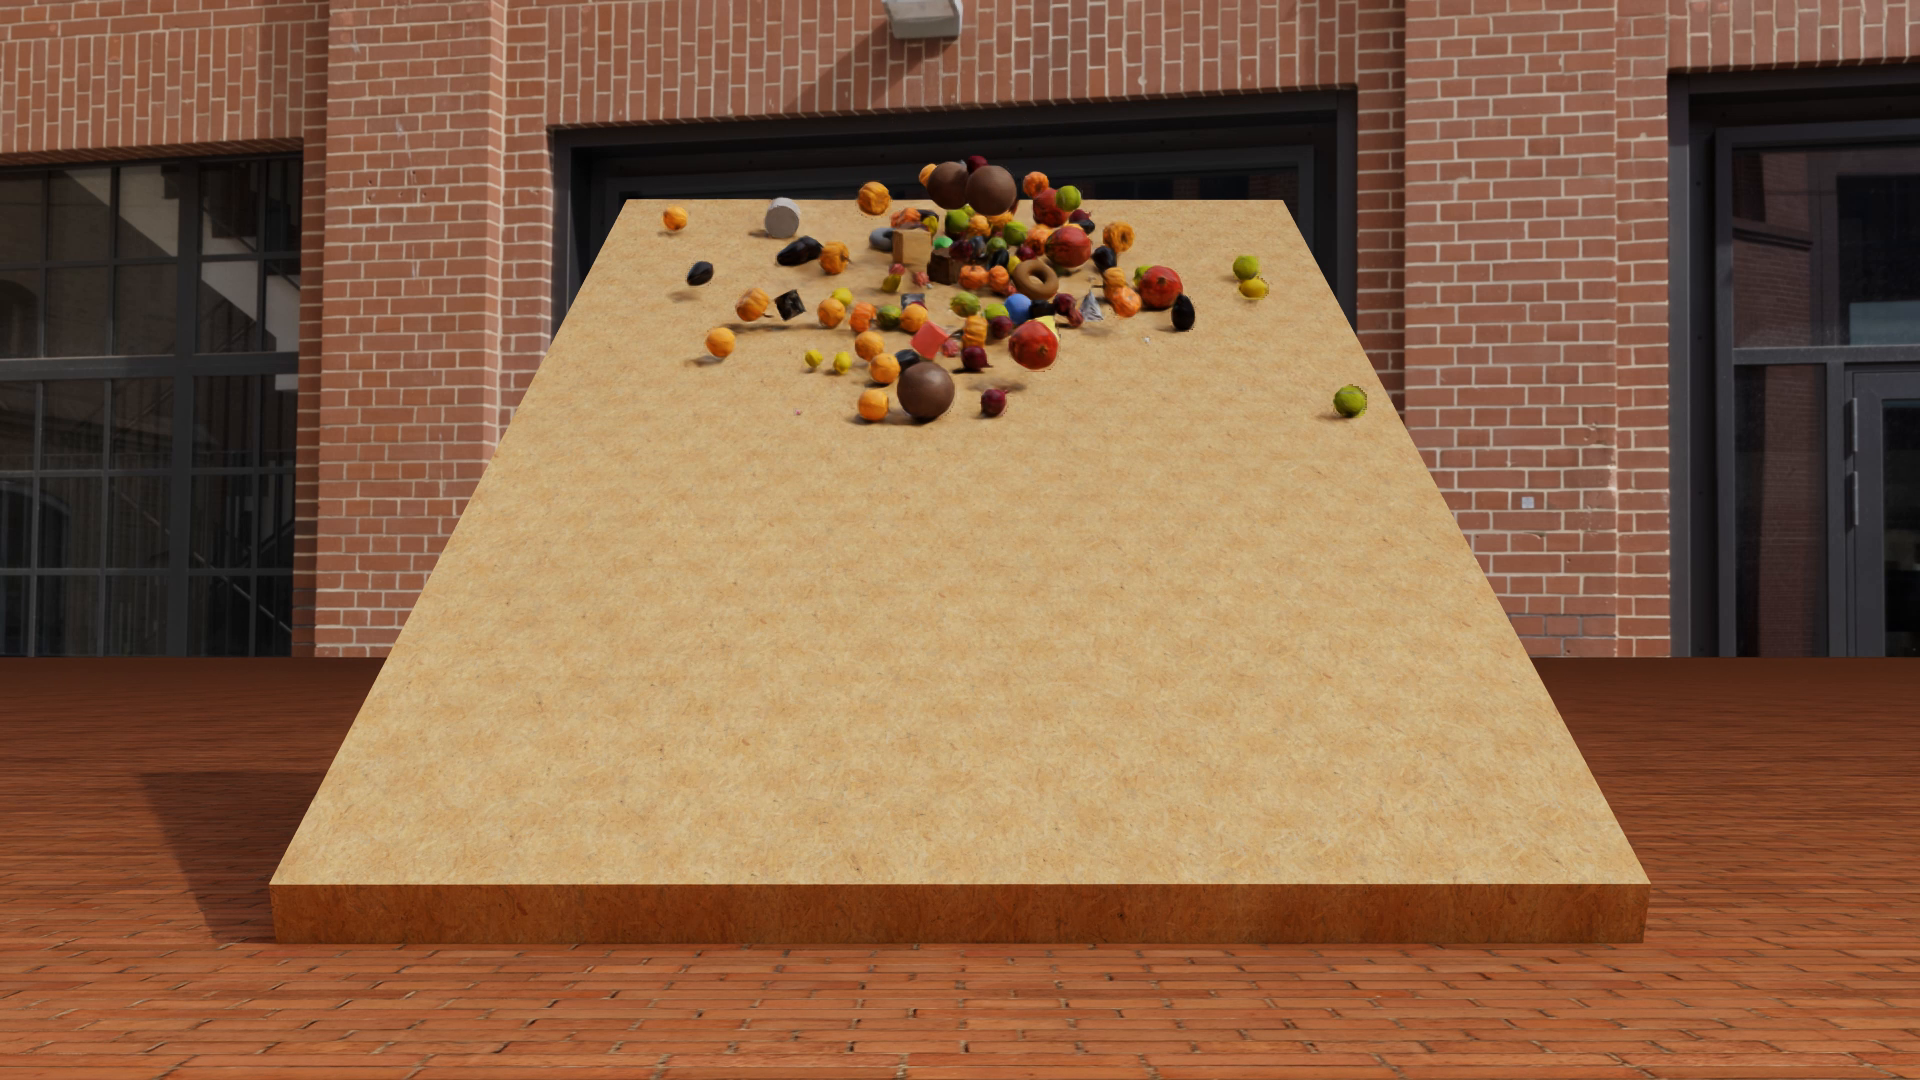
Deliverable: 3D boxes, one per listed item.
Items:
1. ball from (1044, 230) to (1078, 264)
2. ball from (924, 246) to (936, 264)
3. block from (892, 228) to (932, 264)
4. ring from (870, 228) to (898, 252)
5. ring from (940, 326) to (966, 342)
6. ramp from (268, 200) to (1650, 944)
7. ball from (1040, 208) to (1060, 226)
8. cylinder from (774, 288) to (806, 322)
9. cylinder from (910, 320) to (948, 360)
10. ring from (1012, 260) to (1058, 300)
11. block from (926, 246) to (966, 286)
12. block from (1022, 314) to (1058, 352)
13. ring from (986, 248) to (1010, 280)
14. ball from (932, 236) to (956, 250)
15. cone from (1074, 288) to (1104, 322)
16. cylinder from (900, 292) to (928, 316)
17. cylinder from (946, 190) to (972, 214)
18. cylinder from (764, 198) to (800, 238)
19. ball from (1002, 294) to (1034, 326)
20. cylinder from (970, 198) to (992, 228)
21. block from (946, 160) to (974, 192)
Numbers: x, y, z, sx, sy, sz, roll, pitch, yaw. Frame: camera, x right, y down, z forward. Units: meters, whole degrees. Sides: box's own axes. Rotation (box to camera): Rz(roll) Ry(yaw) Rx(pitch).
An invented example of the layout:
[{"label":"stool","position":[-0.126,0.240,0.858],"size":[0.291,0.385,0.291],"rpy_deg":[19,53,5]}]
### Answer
[{"label":"ball","position":[0.280,-0.806,6.351],"size":[0.094,0.094,0.094],"rpy_deg":[0,-3,0]},{"label":"ball","position":[-0.092,-0.780,6.268],"size":[0.056,0.056,0.056],"rpy_deg":[0,-3,0]},{"label":"block","position":[-0.127,-0.772,6.062],"size":[0.079,0.079,0.079],"rpy_deg":[-7,18,-22]},{"label":"ring","position":[-0.199,-0.849,6.510],"size":[0.114,0.038,0.114],"rpy_deg":[6,32,-4]},{"label":"ring","position":[-0.023,-0.512,5.732],"size":[0.076,0.025,0.076],"rpy_deg":[0,21,0]},{"label":"ramp","position":[-0.007,-0.224,5.201],"size":[2.000,0.100,4.000],"rpy_deg":[0,23,0]},{"label":"ball","position":[0.263,-0.941,6.719],"size":[0.054,0.054,0.054],"rpy_deg":[0,-3,0]},{"label":"cylinder","position":[-0.428,-0.591,5.794],"size":[0.062,0.062,0.062],"rpy_deg":[-25,9,4]},{"label":"cylinder","position":[-0.074,-0.482,5.564],"size":[0.069,0.069,0.069],"rpy_deg":[38,12,-9]},{"label":"ring","position":[0.199,-0.683,6.060],"size":[0.128,0.128,0.043],"rpy_deg":[1,-35,-21]},{"label":"block","position":[-0.037,-0.738,6.206],"size":[0.076,0.076,0.076],"rpy_deg":[18,29,35]},{"label":"block","position":[0.195,-0.505,5.624],"size":[0.063,0.063,0.063],"rpy_deg":[-15,-8,-17]},{"label":"ring","position":[0.101,-0.739,6.167],"size":[0.030,0.089,0.089],"rpy_deg":[24,-12,-22]},{"label":"ball","position":[-0.045,-0.805,6.377],"size":[0.070,0.070,0.070],"rpy_deg":[0,-3,0]},{"label":"cone","position":[0.332,-0.606,5.888],"size":[0.077,0.077,0.077],"rpy_deg":[2,22,-1]},{"label":"cylinder","position":[-0.119,-0.605,5.912],"size":[0.055,0.055,0.055],"rpy_deg":[-14,0,-12]},{"label":"cylinder","position":[-0.004,-0.967,6.590],"size":[0.053,0.053,0.053],"rpy_deg":[-27,-11,17]},{"label":"cylinder","position":[-0.510,-0.927,6.634],"size":[0.097,0.097,0.097],"rpy_deg":[0,22,0]},{"label":"ball","position":[0.148,-0.583,5.832],"size":[0.079,0.079,0.079],"rpy_deg":[0,-3,0]},{"label":"cylinder","position":[0.059,-0.951,6.702],"size":[0.062,0.062,0.062],"rpy_deg":[0,32,2]},{"label":"block","position":[0.001,-1.014,6.418],"size":[0.051,0.051,0.051],"rpy_deg":[37,-41,-26]}]
